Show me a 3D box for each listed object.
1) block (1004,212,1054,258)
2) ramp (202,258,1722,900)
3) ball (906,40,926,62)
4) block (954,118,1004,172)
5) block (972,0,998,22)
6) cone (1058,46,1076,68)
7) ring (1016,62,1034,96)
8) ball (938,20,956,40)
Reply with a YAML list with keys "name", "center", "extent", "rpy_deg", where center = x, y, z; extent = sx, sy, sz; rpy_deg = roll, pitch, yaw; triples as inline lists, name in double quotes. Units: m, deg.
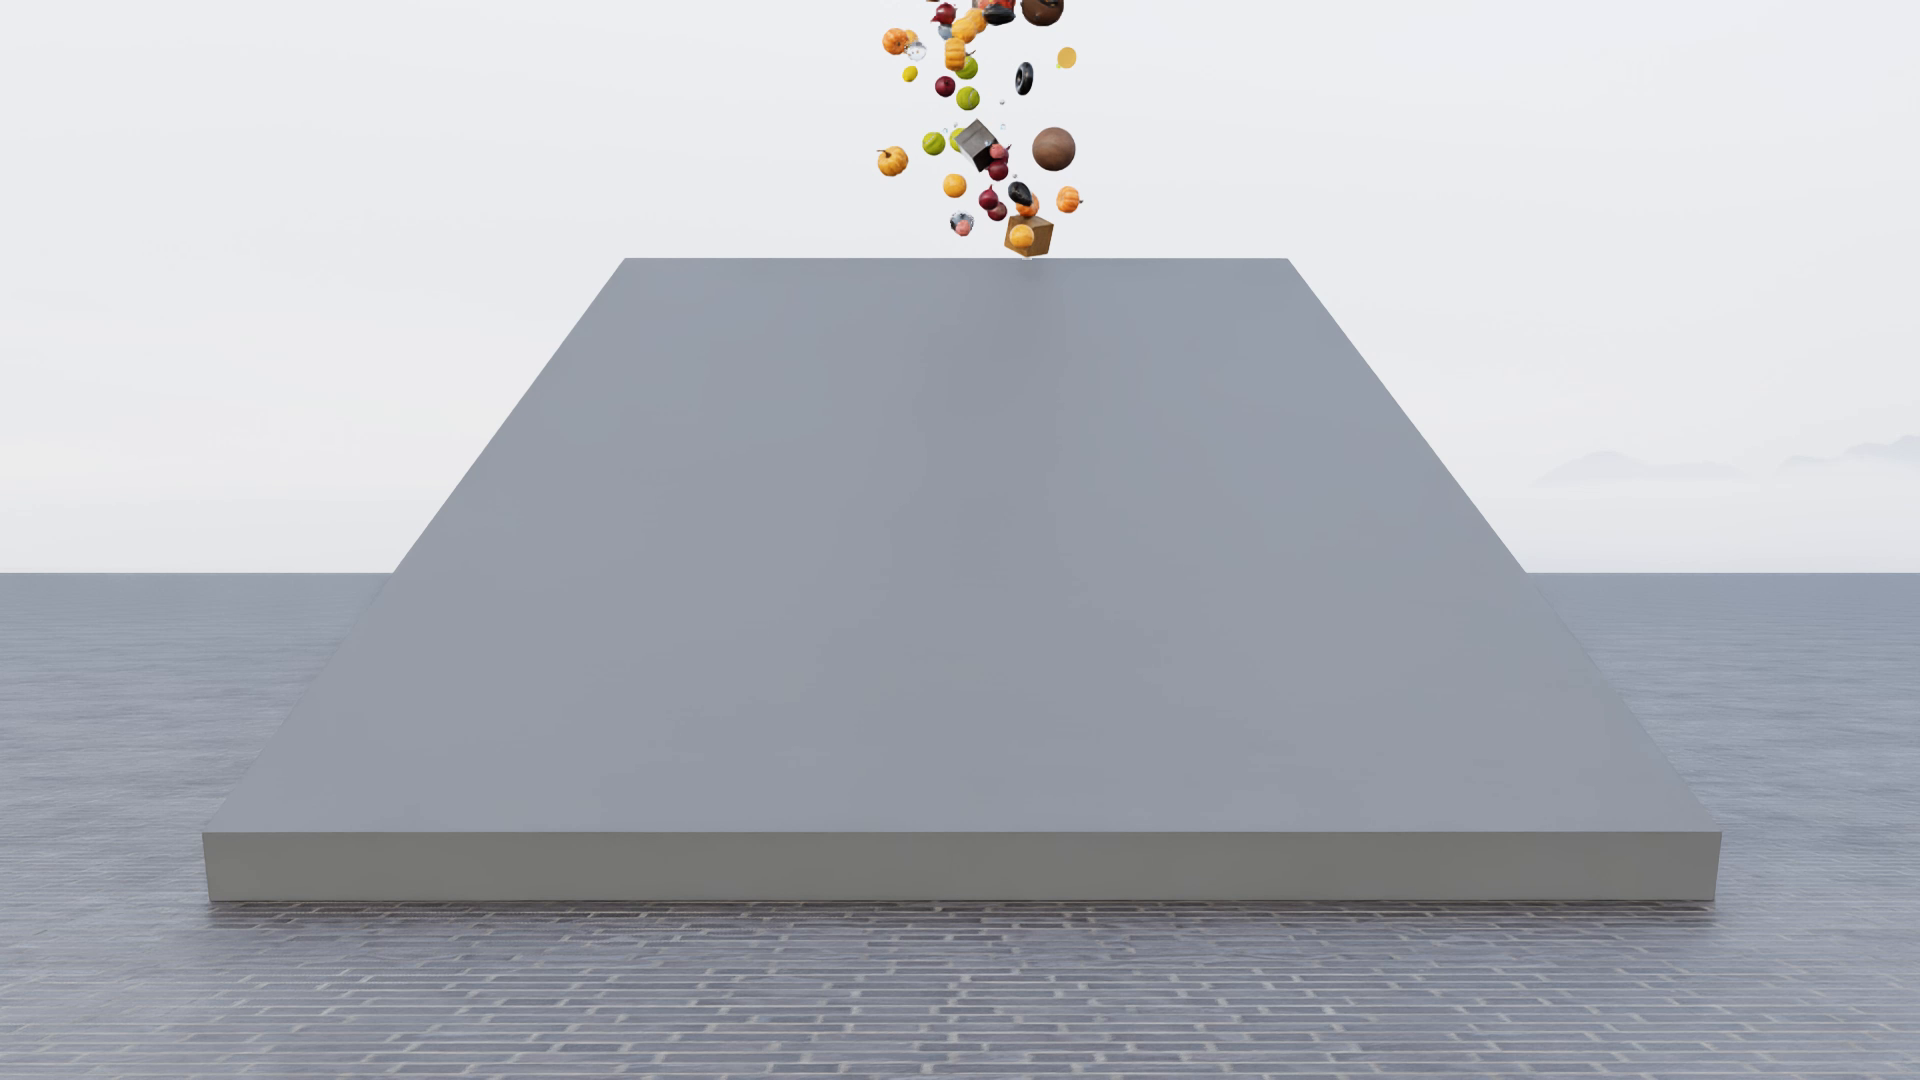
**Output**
- name: "block"
  center: [0.205, -0.906, 6.646]
  extent: [0.096, 0.096, 0.096]
  rpy_deg: [-15, 36, -42]
- name: "ramp"
  center: [-0.003, -0.186, 4.859]
  extent: [2.000, 0.100, 4.000]
  rpy_deg: [0, 18, 0]
- name: "ball"
  center: [-0.122, -1.366, 6.245]
  extent: [0.056, 0.056, 0.056]
  rpy_deg: [0, -1, 0]
- name: "block"
  center: [0.053, -1.117, 6.338]
  extent: [0.089, 0.089, 0.089]
  rpy_deg: [-40, -24, -1]
- name: "block"
  center: [0.074, -1.578, 6.590]
  extent: [0.058, 0.058, 0.058]
  rpy_deg: [-30, -20, -11]
- name: "cone"
  center: [0.294, -1.393, 6.440]
  extent: [0.063, 0.063, 0.063]
  rpy_deg: [0, 18, -25]
- name: "ring"
  center: [0.184, -1.316, 6.378]
  extent: [0.033, 0.098, 0.098]
  rpy_deg: [5, -2, -18]
- name: "ball"
  center: [-0.039, -1.507, 6.609]
  extent: [0.054, 0.054, 0.054]
  rpy_deg: [0, -1, 0]
